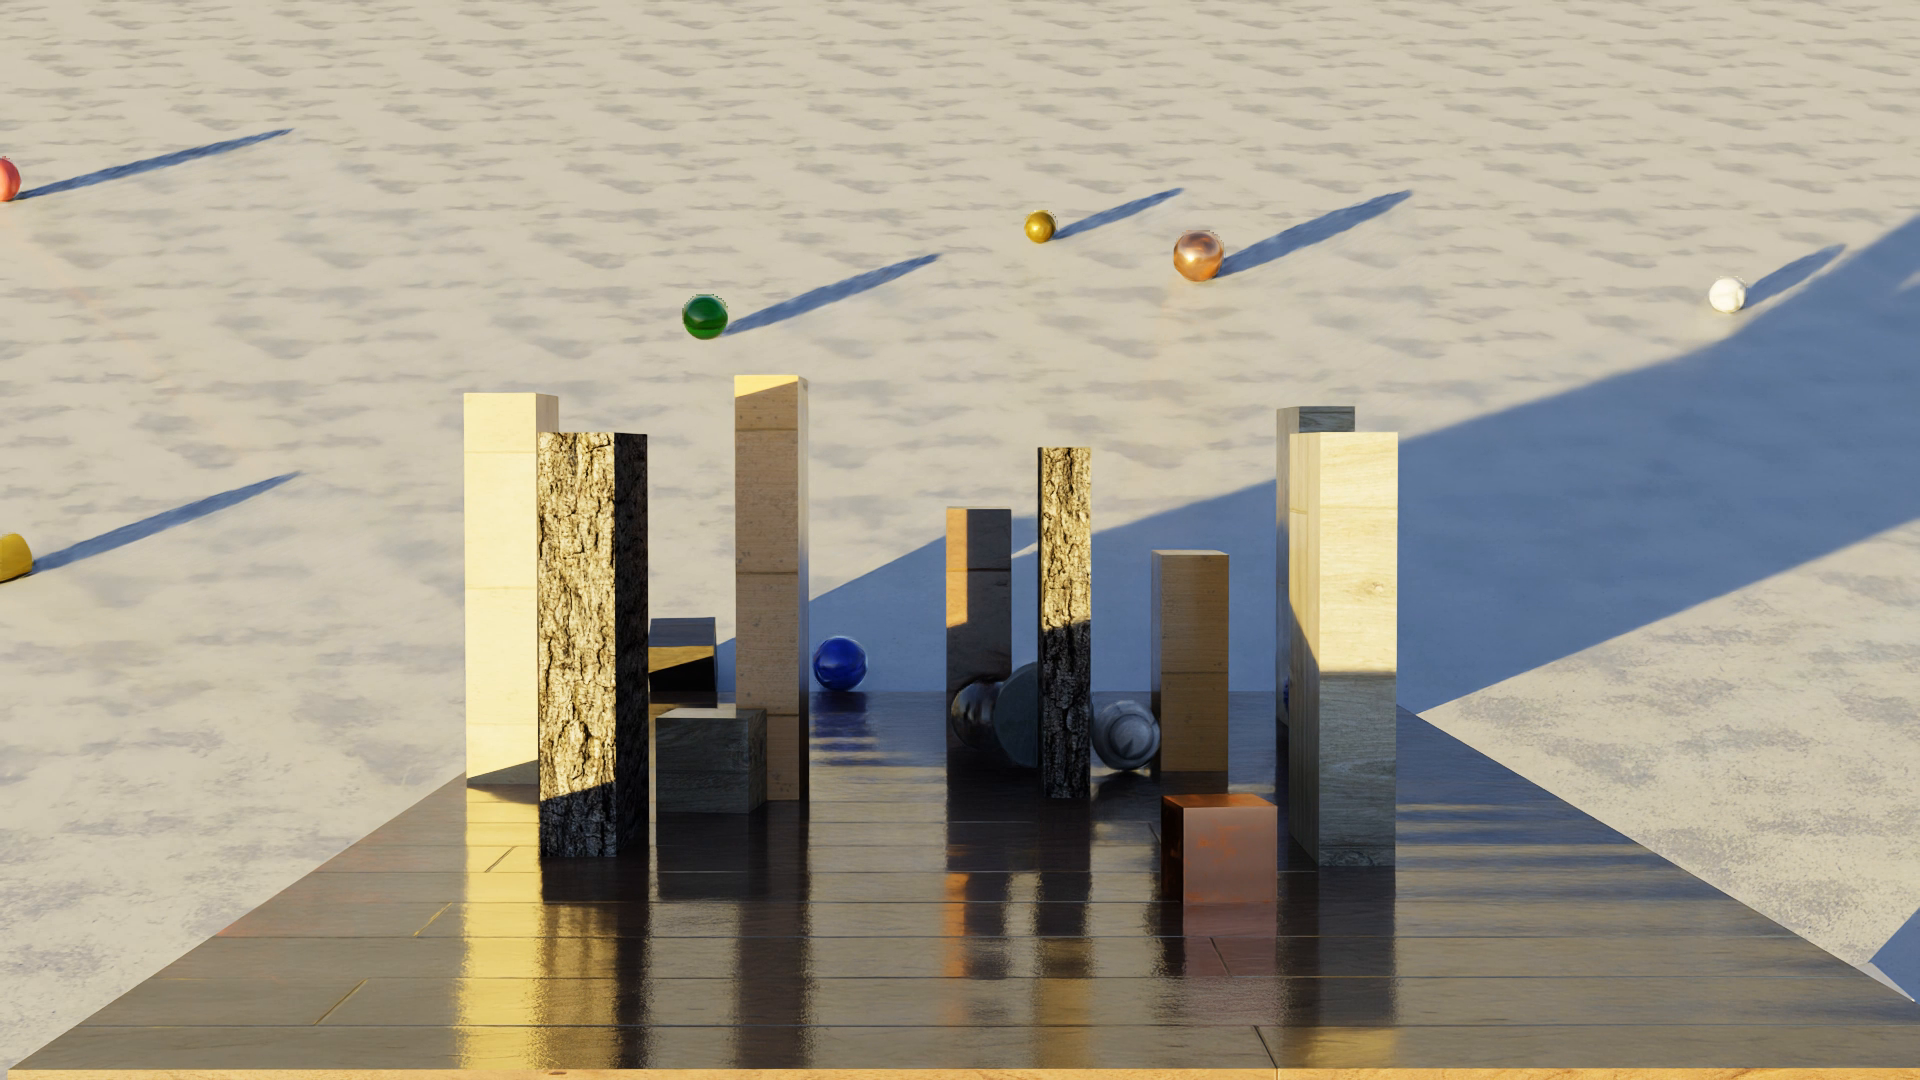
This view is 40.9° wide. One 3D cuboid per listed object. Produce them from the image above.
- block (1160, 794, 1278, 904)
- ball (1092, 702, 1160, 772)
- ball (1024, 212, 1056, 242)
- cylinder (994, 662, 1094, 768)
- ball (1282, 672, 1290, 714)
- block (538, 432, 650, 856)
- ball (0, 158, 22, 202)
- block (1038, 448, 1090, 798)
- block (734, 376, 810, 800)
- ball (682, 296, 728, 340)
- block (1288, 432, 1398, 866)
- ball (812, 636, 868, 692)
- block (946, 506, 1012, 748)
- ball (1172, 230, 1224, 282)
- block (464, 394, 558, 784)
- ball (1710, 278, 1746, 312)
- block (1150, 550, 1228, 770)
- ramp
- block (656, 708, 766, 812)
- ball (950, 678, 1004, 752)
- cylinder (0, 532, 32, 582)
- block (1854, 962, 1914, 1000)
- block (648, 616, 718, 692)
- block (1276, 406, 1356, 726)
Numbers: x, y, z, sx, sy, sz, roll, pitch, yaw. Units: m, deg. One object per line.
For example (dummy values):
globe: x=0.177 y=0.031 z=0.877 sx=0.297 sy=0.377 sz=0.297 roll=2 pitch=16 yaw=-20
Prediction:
block: x=0.355 y=0.423 z=3.546 sx=0.130 sy=0.130 sz=0.130 roll=0 pitch=2 yaw=-9
ball: x=0.317 y=0.375 z=4.918 sx=0.132 sy=0.132 sz=0.132 roll=0 pitch=24 yaw=0
ball: x=0.317 y=-1.240 z=10.219 sx=0.123 sy=0.123 sz=0.123 roll=0 pitch=24 yaw=0
cylinder: x=0.165 y=0.339 z=5.037 sx=0.192 sy=0.192 sz=0.192 roll=1 pitch=2 yaw=2
ball: x=0.776 y=0.329 z=5.451 sx=0.185 sy=0.185 sz=0.185 roll=0 pitch=24 yaw=0
block: x=-0.576 y=0.151 z=4.083 sx=0.114 sy=0.639 sz=0.420 roll=0 pitch=2 yaw=0
ball: x=-4.003 y=-1.498 z=10.714 sx=0.185 sy=0.185 sz=0.185 roll=0 pitch=24 yaw=0
block: x=0.188 y=0.140 z=4.698 sx=0.083 sy=0.617 sz=0.340 roll=0 pitch=2 yaw=0
block: x=-0.338 y=0.079 z=4.660 sx=0.110 sy=0.742 sz=0.313 roll=0 pitch=2 yaw=0
ball: x=-0.908 y=-0.792 z=9.182 sx=0.159 sy=0.159 sz=0.159 roll=0 pitch=24 yaw=0
block: x=0.584 y=0.155 z=3.955 sx=0.113 sy=0.638 sz=0.345 roll=0 pitch=2 yaw=0
ball: x=-0.312 y=0.322 z=6.697 sx=0.144 sy=0.144 sz=0.144 roll=0 pitch=24 yaw=0
block: x=0.039 y=0.177 z=5.426 sx=0.133 sy=0.492 sz=0.263 roll=0 pitch=2 yaw=0
ball: x=0.903 y=-1.077 z=9.773 sx=0.192 sy=0.192 sz=0.192 roll=0 pitch=24 yaw=0
block: x=-0.841 y=0.085 z=4.856 sx=0.131 sy=0.717 sz=0.274 roll=0 pitch=2 yaw=0
ball: x=2.818 y=-0.899 z=9.454 sx=0.130 sy=0.130 sz=0.130 roll=0 pitch=24 yaw=0
block: x=0.447 y=0.230 z=5.038 sx=0.129 sy=0.413 sz=0.257 roll=0 pitch=2 yaw=0
ramp: x=0.056 y=0.504 z=4.548 sx=2.000 sy=0.100 sz=4.000 roll=0 pitch=2 yaw=0
block: x=-0.427 y=0.378 z=4.437 sx=0.160 sy=0.160 sz=0.160 roll=0 pitch=2 yaw=7
ball: x=0.057 y=0.355 z=5.226 sx=0.151 sy=0.151 sz=0.151 roll=0 pitch=24 yaw=0
cylinder: x=-2.735 y=0.055 z=7.354 sx=0.120 sy=0.120 sz=0.120 roll=19 pitch=31 yaw=36
block: x=1.842 y=0.977 z=5.286 sx=0.142 sy=0.142 sz=0.142 roll=-8 pitch=25 yaw=-16
block: x=-0.722 y=0.315 z=6.718 sx=0.169 sy=0.169 sz=0.169 roll=-1 pitch=24 yaw=-3
block: x=0.787 y=0.059 z=5.727 sx=0.120 sy=0.706 sz=0.387 roll=0 pitch=2 yaw=0
